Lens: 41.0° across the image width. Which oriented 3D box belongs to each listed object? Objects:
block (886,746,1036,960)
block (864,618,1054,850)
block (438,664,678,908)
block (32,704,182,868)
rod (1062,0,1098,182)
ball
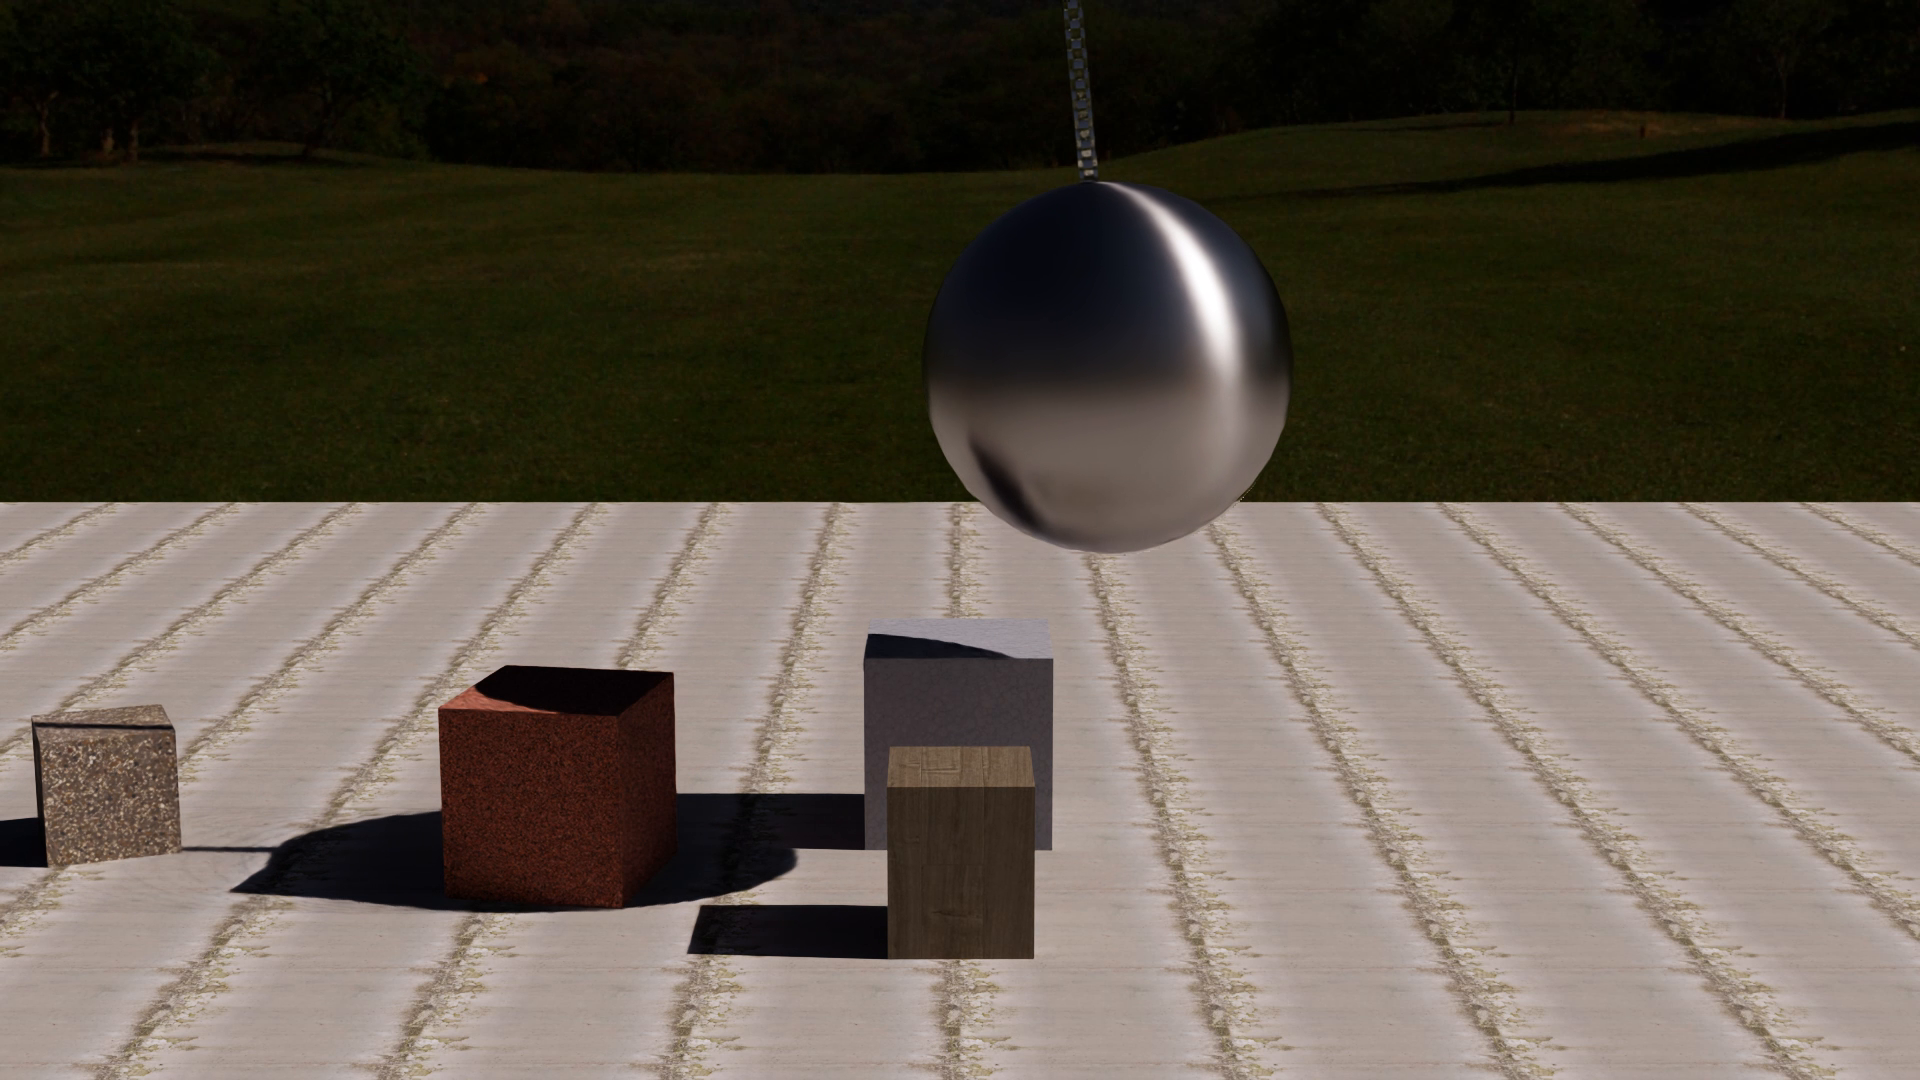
[{"bbox_3d":[0.002,1.276,10.543,0.588,0.717,0.619,0,10,0],"label":"block"},{"bbox_3d":[-0.005,0.901,12.091,0.858,0.901,0.863,0,10,0],"label":"block"},{"bbox_3d":[-1.756,1.071,11.317,0.796,0.845,0.822,2,10,10],"label":"block"},{"bbox_3d":[-3.929,1.121,11.804,0.580,0.572,0.559,-4,11,-23],"label":"block"},{"bbox_3d":[0.274,-4.068,10.441,0.080,5.200,0.080,-6,10,1],"label":"rod"},{"bbox_3d":[0.633,-0.742,11.045,1.600,1.600,1.600,0,10,0],"label":"ball"}]
